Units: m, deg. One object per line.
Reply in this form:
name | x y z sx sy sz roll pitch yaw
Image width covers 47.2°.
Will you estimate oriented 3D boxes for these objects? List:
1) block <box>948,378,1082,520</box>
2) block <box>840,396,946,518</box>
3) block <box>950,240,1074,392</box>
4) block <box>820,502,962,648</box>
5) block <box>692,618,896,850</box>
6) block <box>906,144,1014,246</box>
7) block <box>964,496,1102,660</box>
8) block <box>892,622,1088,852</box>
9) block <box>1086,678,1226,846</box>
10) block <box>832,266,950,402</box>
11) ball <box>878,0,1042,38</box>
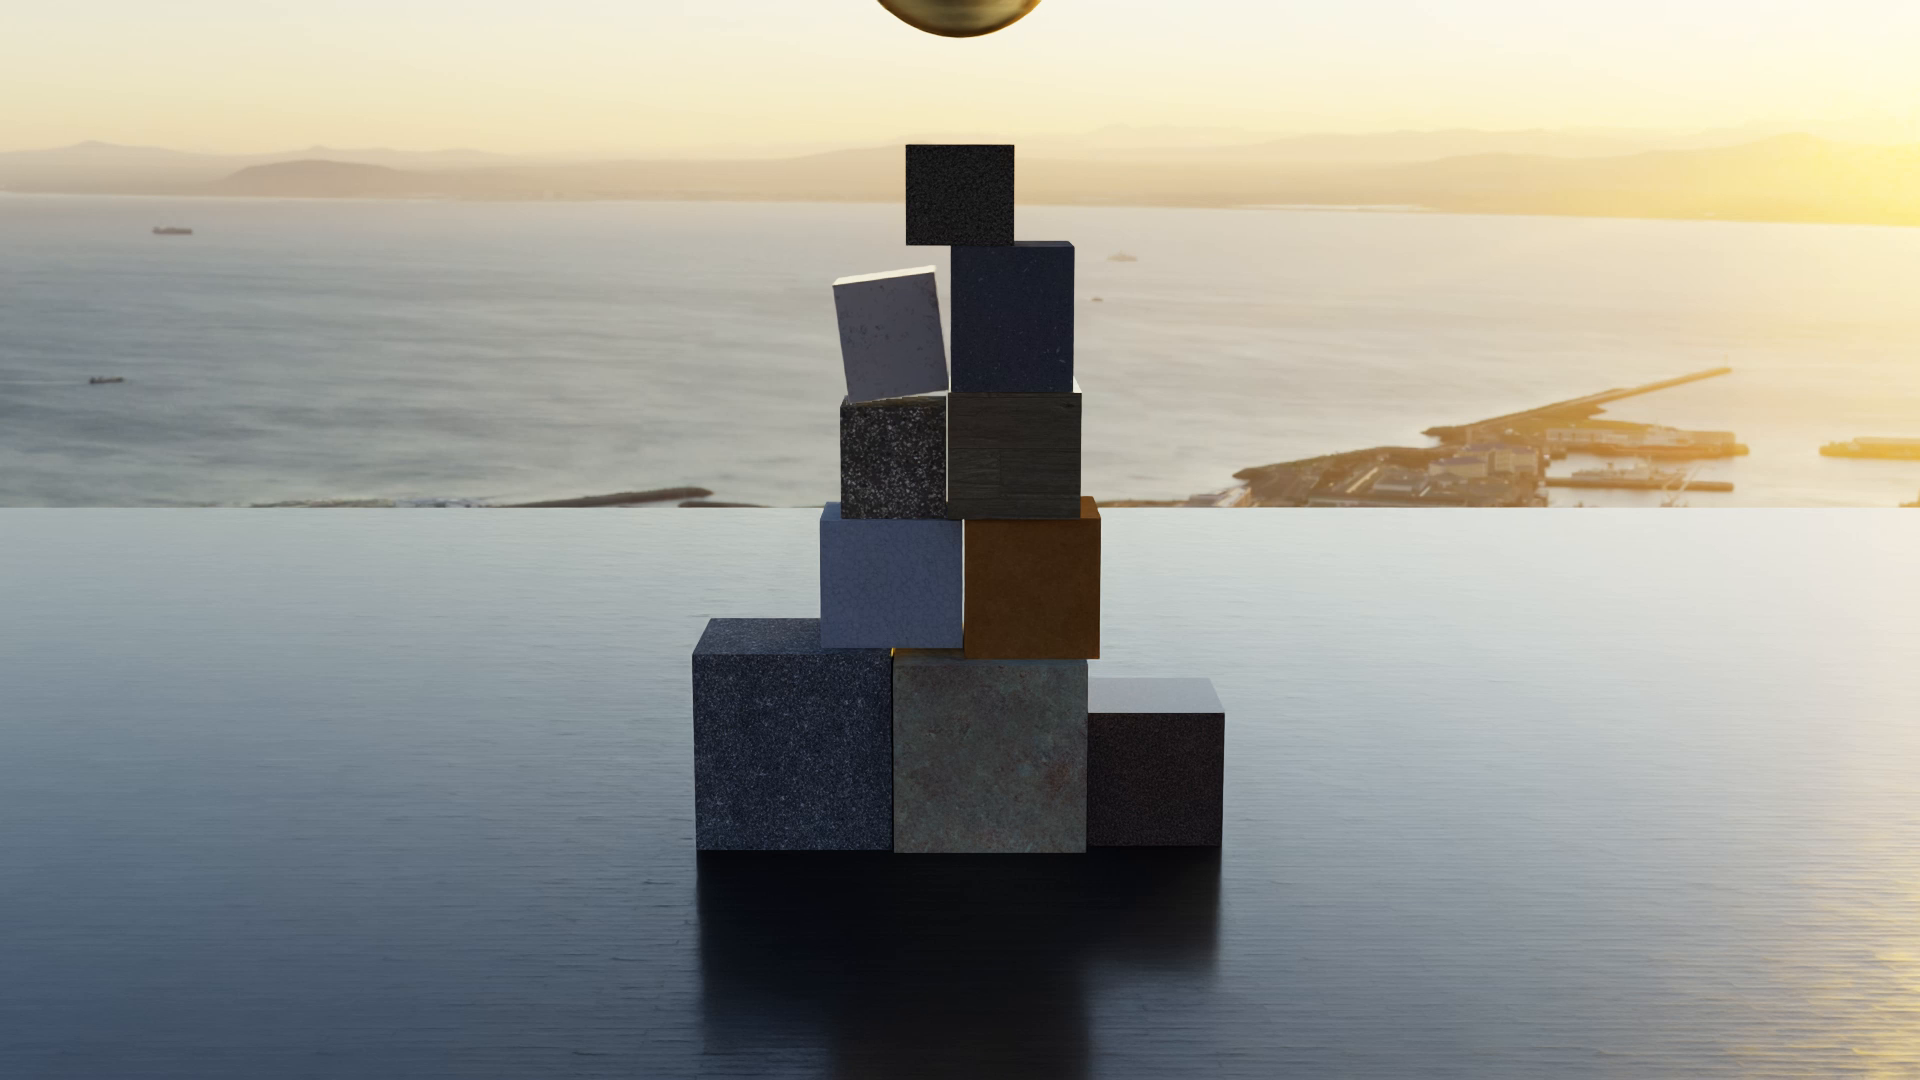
block | 0.265 -0.476 11.096 0.652 0.624 0.750 0 10 0
block | -0.330 -0.425 11.121 0.521 0.555 0.510 0 10 0
block | 0.253 -1.125 10.966 0.598 0.700 0.655 0 10 0
block | -0.341 0.169 11.208 0.707 0.646 0.581 0 10 0
block | -0.831 0.984 11.345 0.982 1.005 0.843 0 10 0
block | 0.000 -1.713 10.889 0.527 0.485 0.512 0 10 0
block | 0.359 0.182 11.212 0.672 0.712 0.684 0 10 0
block | 0.150 1.002 11.374 0.960 0.959 0.978 0 10 0
block | 0.981 1.136 11.383 0.682 0.692 0.722 0 10 0
block | -0.335 -1.036 11.000 0.497 0.581 0.553 -7 10 1
ball | 0.000 -4.383 15.623 1.600 1.600 1.600 0 10 0
